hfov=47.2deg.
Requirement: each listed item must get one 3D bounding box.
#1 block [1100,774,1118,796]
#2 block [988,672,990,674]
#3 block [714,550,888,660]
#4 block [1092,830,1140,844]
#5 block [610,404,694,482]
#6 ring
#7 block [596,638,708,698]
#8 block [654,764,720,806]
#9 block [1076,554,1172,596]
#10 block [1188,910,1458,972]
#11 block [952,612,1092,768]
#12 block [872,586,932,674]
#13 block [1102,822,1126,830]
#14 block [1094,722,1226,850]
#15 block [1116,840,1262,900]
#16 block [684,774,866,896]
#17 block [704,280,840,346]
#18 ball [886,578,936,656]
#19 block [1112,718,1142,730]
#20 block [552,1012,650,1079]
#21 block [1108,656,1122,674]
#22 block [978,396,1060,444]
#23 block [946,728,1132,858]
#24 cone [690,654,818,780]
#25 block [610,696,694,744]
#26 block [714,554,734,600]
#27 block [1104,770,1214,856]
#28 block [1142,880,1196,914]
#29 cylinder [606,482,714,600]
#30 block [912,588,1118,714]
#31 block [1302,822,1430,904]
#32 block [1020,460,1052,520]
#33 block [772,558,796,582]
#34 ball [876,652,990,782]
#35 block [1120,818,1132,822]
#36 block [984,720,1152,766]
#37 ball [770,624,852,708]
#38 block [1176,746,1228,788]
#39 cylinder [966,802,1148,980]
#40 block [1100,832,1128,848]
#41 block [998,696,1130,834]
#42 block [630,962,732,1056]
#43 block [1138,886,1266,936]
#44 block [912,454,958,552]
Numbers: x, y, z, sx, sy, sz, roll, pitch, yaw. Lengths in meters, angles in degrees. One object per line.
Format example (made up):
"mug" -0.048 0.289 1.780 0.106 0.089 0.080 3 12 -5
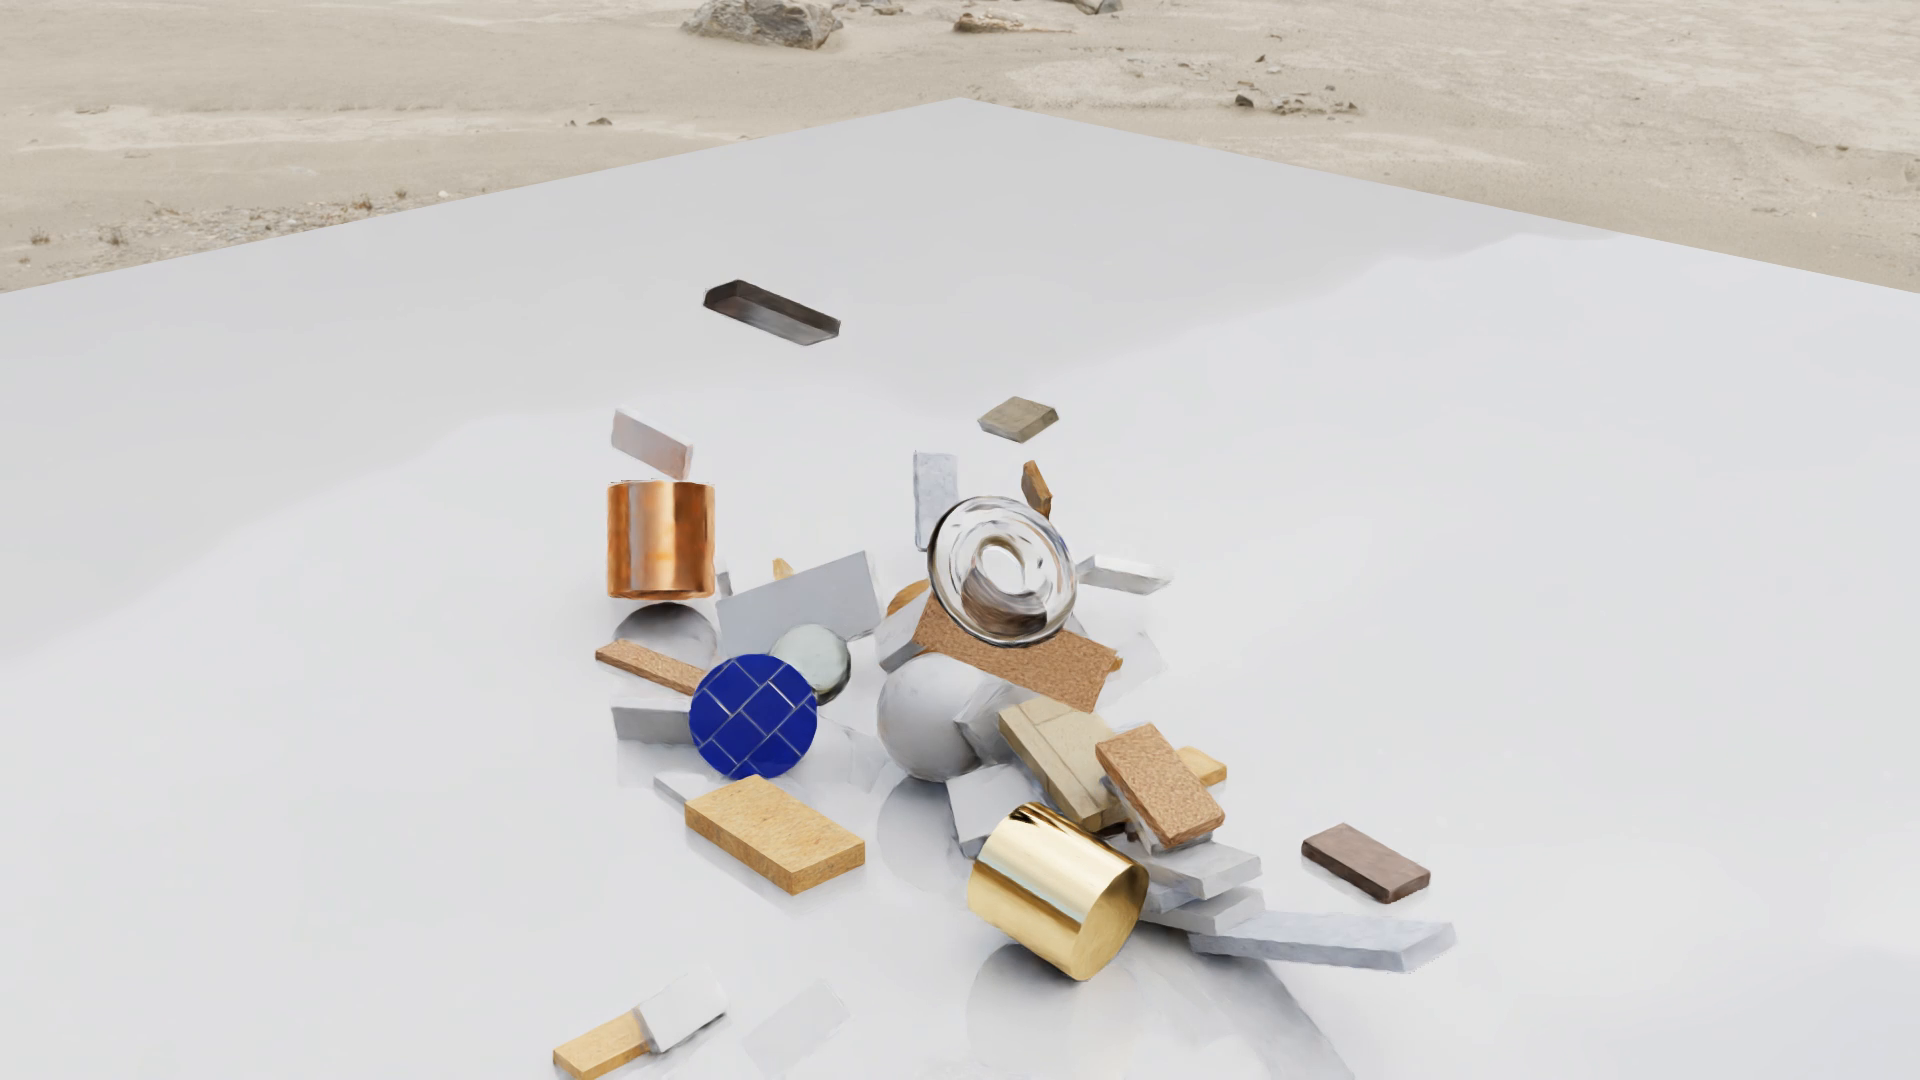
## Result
"block" 0.313 0.471 4.164 0.045 0.013 0.091 -21 43 -38
"block" 0.139 0.222 4.661 0.222 0.111 0.031 -5 -9 28
"block" -0.357 0.170 4.963 0.380 0.178 0.050 -19 -16 16
"block" 0.300 0.586 4.289 0.161 0.023 0.081 4 -20 9
"block" -0.752 -0.236 5.374 0.218 0.109 0.031 27 37 18
"ring" 0.078 0.057 4.002 0.301 0.100 0.301 15 56 -24
"block" -0.664 0.302 5.020 0.398 0.023 0.081 17 28 34
"block" -0.552 0.513 4.523 0.081 0.023 0.162 -18 29 -36
"block" 0.383 0.084 5.231 0.222 0.031 0.111 11 -25 -29
"block" 0.614 0.687 3.796 0.125 0.035 0.554 -19 5 -32
"block" 0.147 0.309 4.493 0.048 0.171 0.341 7 48 52
"block" -0.068 0.162 4.603 0.256 0.036 0.128 -37 30 15
"block" 0.305 0.571 4.373 0.045 0.013 0.091 0 10 1
"block" 0.370 0.454 4.088 0.125 0.035 0.249 -19 49 -23
"block" 0.415 0.591 4.033 0.134 0.038 0.267 -17 13 -30
"block" -0.367 0.577 4.336 0.178 0.050 0.355 -19 29 -37
"block" -0.390 -0.471 4.580 0.256 0.036 0.128 19 -17 -34
"ball" -0.060 0.204 4.981 0.233 0.233 0.233 0 23 0
"block" 0.305 0.450 4.608 0.229 0.032 0.114 -19 28 -18
"block" -0.589 0.854 3.717 0.175 0.025 0.088 -20 30 -39
"block" 0.277 0.291 5.042 0.175 0.025 0.088 -17 28 -34
"block" 0.137 -0.286 5.220 0.111 0.031 0.222 -34 22 -14
"block" 0.176 0.498 4.344 0.385 0.048 0.171 -16 40 1
"cone" -0.450 0.357 4.695 0.266 0.266 0.266 -4 6 -9
"block" -0.636 0.388 4.708 0.207 0.103 0.029 3 42 8
"block" -0.539 0.150 5.136 0.029 0.207 0.104 -12 23 -5
"block" 0.365 0.472 4.120 0.125 0.035 0.249 -12 46 -17
"block" 0.332 0.632 4.104 0.134 0.038 0.267 -19 14 -35
"cylinder" -0.721 0.004 5.292 0.257 0.257 0.257 -1 -7 0
"block" 0.100 0.196 4.087 0.360 0.128 0.036 22 0 -1
"block" 0.783 0.624 4.249 0.114 0.032 0.229 -16 28 -33
"block" 0.200 -0.125 5.761 0.031 0.109 0.218 -24 -14 -7
"block" -0.396 0.117 5.265 0.023 0.162 0.081 -23 51 14
"ball" -0.041 0.366 4.553 0.269 0.269 0.269 0 23 0
"block" 0.299 0.533 4.422 0.161 0.023 0.081 3 26 18
"block" 0.236 0.474 4.467 0.355 0.050 0.178 -15 23 2
"ball" -0.328 0.276 4.818 0.185 0.185 0.185 0 23 0
"block" 0.431 0.494 4.555 0.229 0.032 0.114 -17 28 -35
"cylinder" 0.175 0.626 3.934 0.233 0.233 0.233 28 34 28
"block" 0.240 0.595 4.212 0.081 0.023 0.161 -17 -3 -40
"block" 0.230 0.426 4.306 0.171 0.048 0.341 -20 41 -19
"block" -0.476 0.800 3.757 0.025 0.088 0.175 -30 -3 40
"block" 0.415 0.666 4.053 0.134 0.038 0.267 -20 15 -39
"block" -0.059 -0.094 5.561 0.109 0.246 0.031 2 -11 -24
